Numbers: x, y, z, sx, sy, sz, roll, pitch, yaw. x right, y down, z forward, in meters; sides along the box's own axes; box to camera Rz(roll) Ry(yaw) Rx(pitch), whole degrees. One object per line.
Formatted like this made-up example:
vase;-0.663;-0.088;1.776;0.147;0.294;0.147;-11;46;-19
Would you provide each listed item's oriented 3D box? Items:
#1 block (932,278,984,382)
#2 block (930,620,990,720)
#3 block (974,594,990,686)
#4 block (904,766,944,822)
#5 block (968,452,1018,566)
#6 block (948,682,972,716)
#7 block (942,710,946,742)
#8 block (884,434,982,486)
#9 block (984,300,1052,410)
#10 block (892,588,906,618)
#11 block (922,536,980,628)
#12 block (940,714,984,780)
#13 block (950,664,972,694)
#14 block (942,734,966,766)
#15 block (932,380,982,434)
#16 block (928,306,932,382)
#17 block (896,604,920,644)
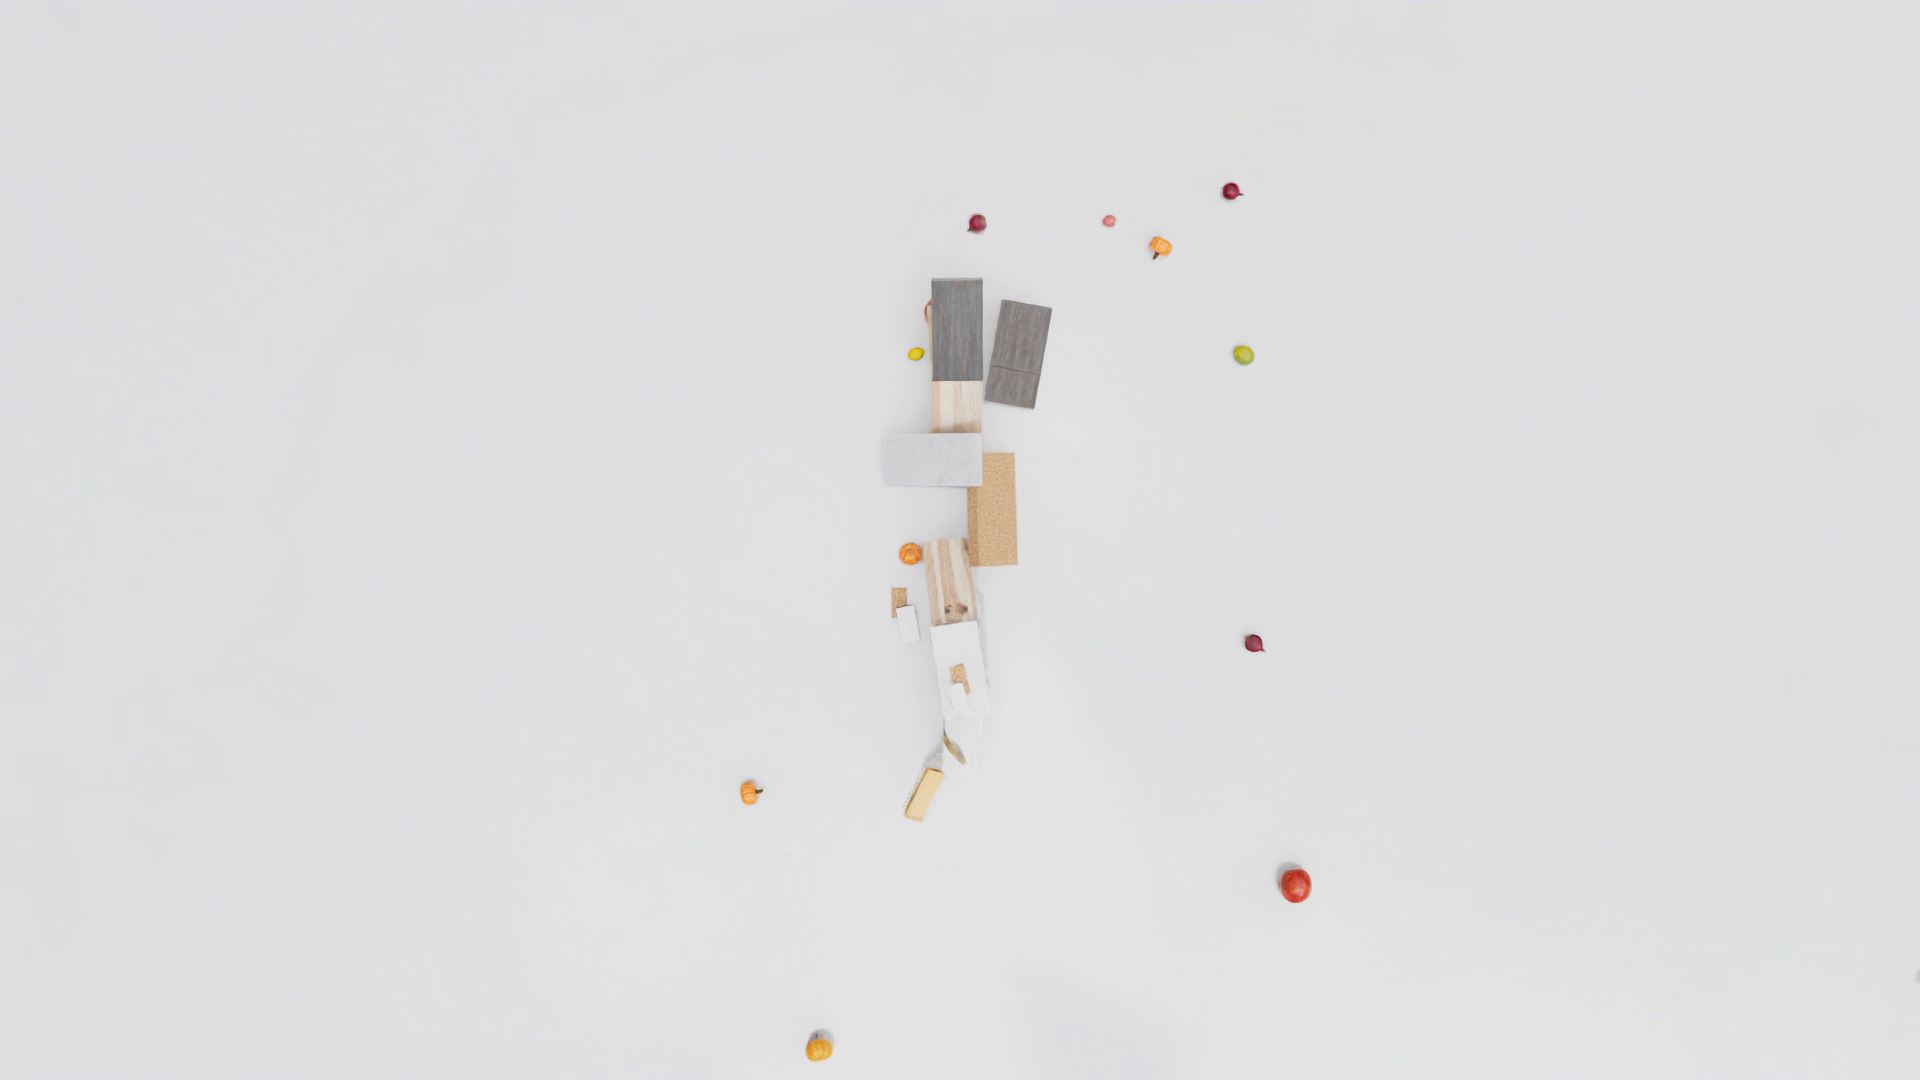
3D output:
block;-0.008;-0.682;5.346;0.165;0.047;0.330;-1;110;-1
block;0.001;0.420;5.351;0.152;0.043;0.303;-9;91;-1
block;0.012;0.333;5.428;0.152;0.043;0.303;-3;77;-1
block;-0.117;0.824;5.349;0.061;0.017;0.188;18;108;-24
block;0.106;-0.100;5.426;0.170;0.048;0.371;-2;91;-40
block;-0.002;0.511;5.310;0.050;0.014;0.099;-17;95;0
block;0.004;0.546;5.483;0.122;0.035;0.245;0;90;0
block;-0.090;-0.263;5.395;0.340;0.048;0.170;1;94;28
block;0.193;-0.615;5.476;0.170;0.048;0.340;10;90;0
block;-0.202;0.210;5.493;0.050;0.014;0.099;-1;90;0
block;-0.032;0.149;5.430;0.152;0.043;0.303;-8;75;0
block;0.008;0.660;5.448;0.122;0.035;0.245;5;91;0
block;0.001;0.453;5.323;0.050;0.014;0.099;-15;91;-1
block;-0.018;0.673;5.303;0.017;0.122;0.061;-30;52;6
block;-0.009;-0.362;5.440;0.165;0.047;0.330;-1;103;0
block;-0.017;-0.607;5.422;0.165;0.047;0.330;-3;110;0
block;-0.172;0.279;5.481;0.061;0.017;0.122;-11;100;0
